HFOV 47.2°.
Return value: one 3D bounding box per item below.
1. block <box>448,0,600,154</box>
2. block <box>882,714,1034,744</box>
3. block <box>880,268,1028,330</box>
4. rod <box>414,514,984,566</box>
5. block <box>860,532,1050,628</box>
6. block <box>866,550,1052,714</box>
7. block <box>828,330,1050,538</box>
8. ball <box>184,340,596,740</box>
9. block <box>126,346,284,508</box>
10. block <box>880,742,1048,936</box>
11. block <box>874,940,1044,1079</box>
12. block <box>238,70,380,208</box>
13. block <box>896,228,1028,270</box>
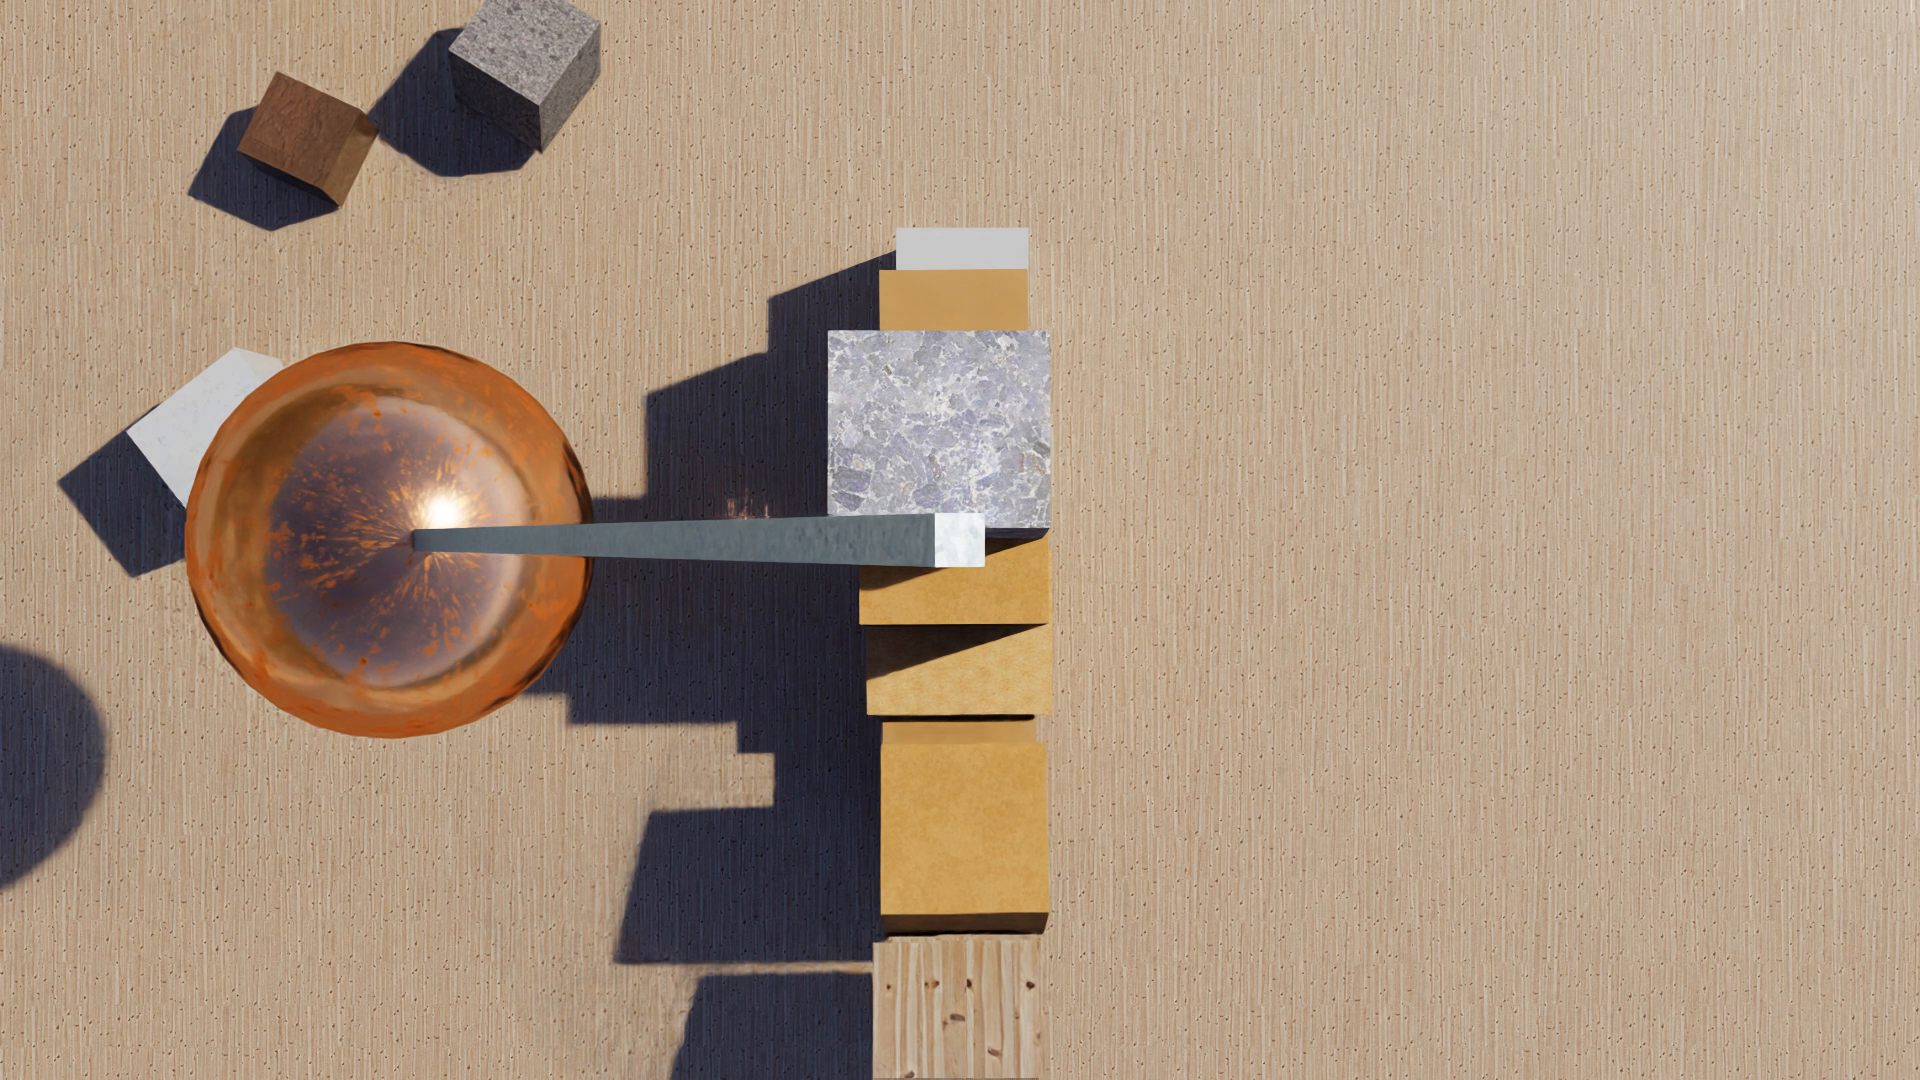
[{"bbox_3d":[-2.482,-2.737,12.601,0.593,0.644,0.620,32,73,0],"label":"block"},{"bbox_3d":[-0.012,1.348,12.635,0.846,0.729,0.752,0,90,0],"label":"block"},{"bbox_3d":[-0.030,-0.996,11.781,0.771,0.724,0.819,-1,90,0],"label":"block"},{"bbox_3d":[-0.984,0.000,5.689,0.080,5.200,0.080,0,90,-22],"label":"rod"},{"bbox_3d":[-0.031,-0.049,11.577,0.948,1.092,0.997,0,87,0],"label":"block"},{"bbox_3d":[-0.003,0.509,12.559,1.023,0.882,0.909,0,90,0],"label":"block"},{"bbox_3d":[-0.096,-0.487,10.588,1.024,0.929,0.911,0,87,0],"label":"block"},{"bbox_3d":[-2.272,0.000,8.836,1.600,1.600,1.600,0,90,0],"label":"ball"},{"bbox_3d":[-4.113,-0.552,12.614,0.766,0.772,0.725,-38,90,0],"label":"block"},{"bbox_3d":[0.022,1.608,11.724,0.856,0.870,0.879,-1,73,0],"label":"block"},{"bbox_3d":[0.002,2.666,12.064,0.881,0.830,0.784,-2,69,3],"label":"block"},{"bbox_3d":[-3.770,-2.316,12.745,0.530,0.467,0.508,25,85,0],"label":"block"},{"bbox_3d":[0.013,-1.285,12.572,0.729,0.857,0.879,0,90,0],"label":"block"}]
